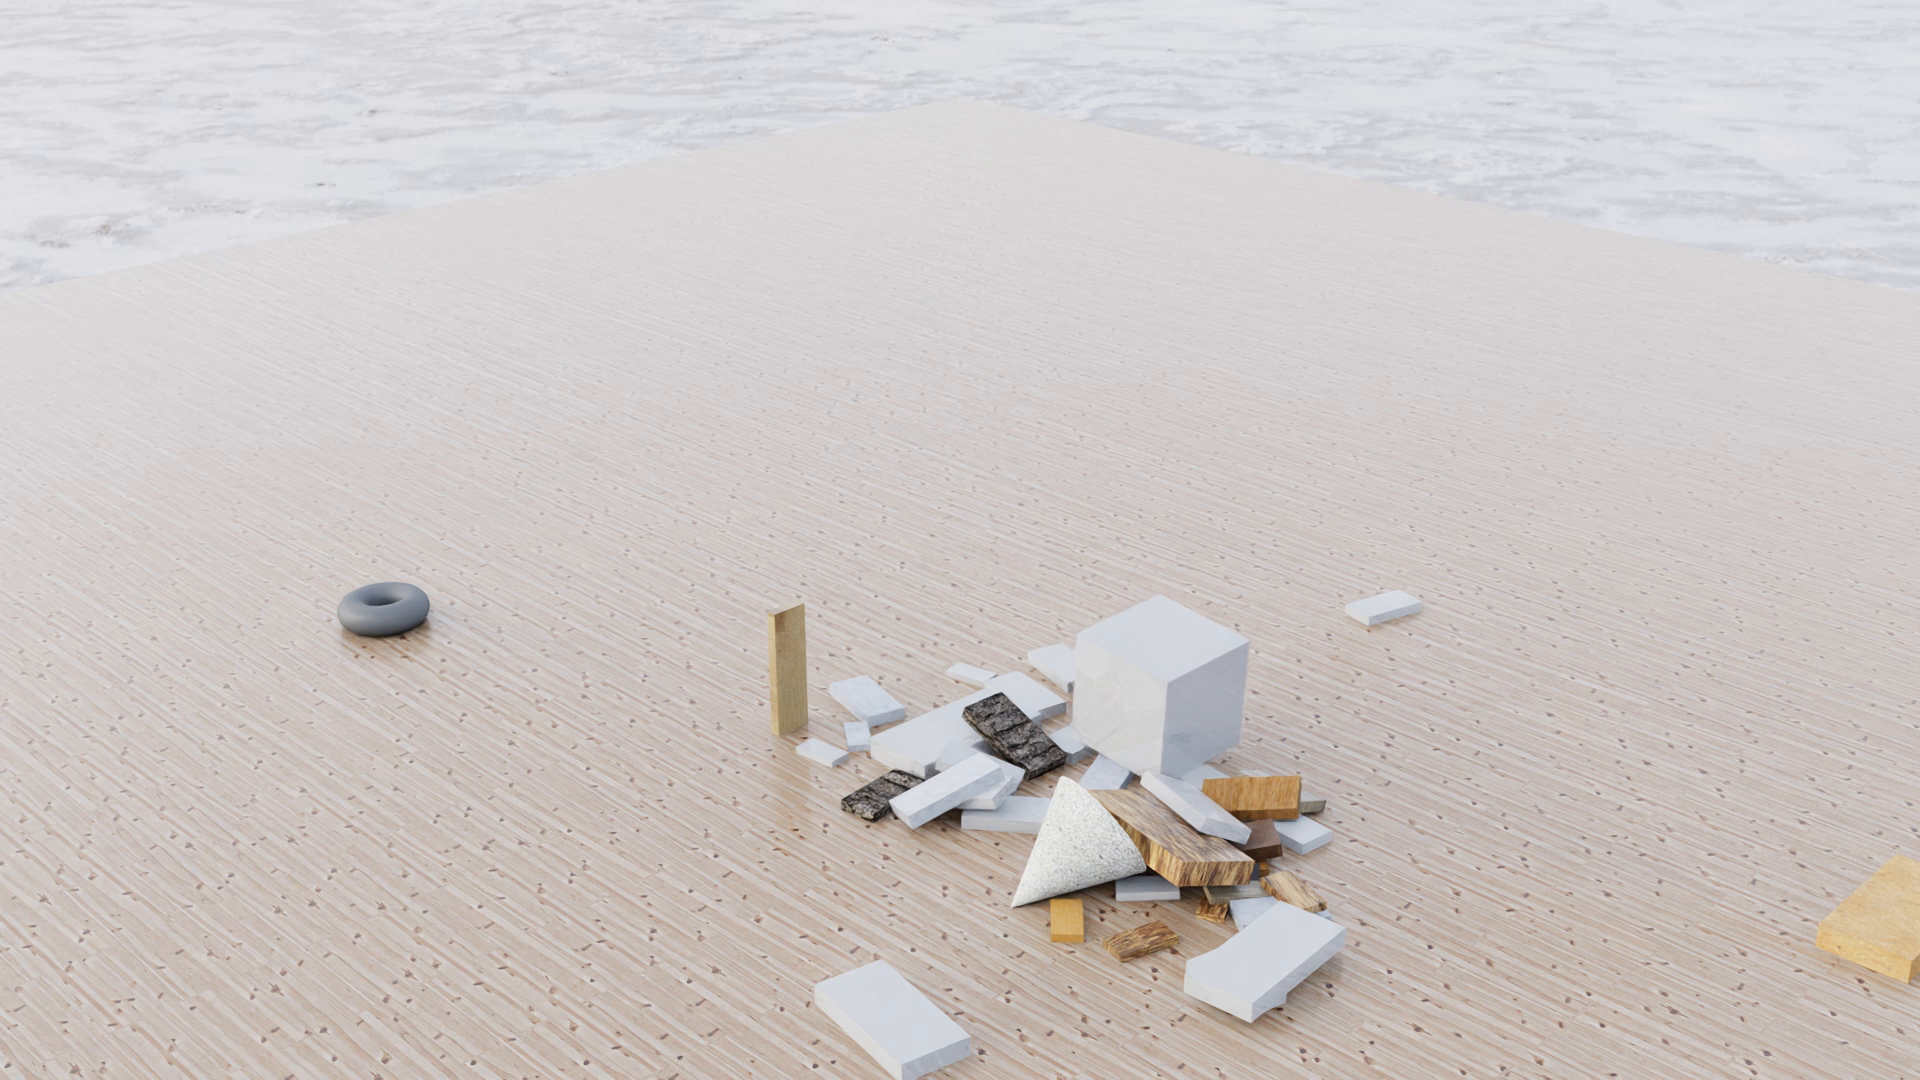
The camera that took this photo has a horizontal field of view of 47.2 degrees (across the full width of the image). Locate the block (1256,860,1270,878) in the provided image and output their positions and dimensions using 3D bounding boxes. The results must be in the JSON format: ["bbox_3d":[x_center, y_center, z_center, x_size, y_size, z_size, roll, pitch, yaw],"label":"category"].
[{"bbox_3d":[0.560,0.619,4.281,0.060,0.017,0.120,-2,23,-4],"label":"block"}]

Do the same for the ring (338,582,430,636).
[{"bbox_3d":[-1.384,0.165,5.282,0.217,0.072,0.217,-1,22,0],"label":"ring"}]

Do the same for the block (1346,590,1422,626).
[{"bbox_3d":[1.030,0.164,5.344,0.170,0.024,0.085,-13,26,-29],"label":"block"}]

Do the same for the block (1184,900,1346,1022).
[{"bbox_3d":[0.543,0.743,3.897,0.139,0.039,0.307,18,29,37],"label":"block"}]

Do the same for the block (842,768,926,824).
[{"bbox_3d":[-0.154,0.522,4.499,0.085,0.024,0.171,18,29,35],"label":"block"}]

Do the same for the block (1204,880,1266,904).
[{"bbox_3d":[0.517,0.663,4.139,0.107,0.015,0.054,1,25,-11],"label":"block"}]

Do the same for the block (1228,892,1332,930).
[{"bbox_3d":[0.595,0.696,4.091,0.170,0.024,0.085,-4,23,-9],"label":"block"}]

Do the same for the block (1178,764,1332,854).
[{"bbox_3d":[0.587,0.541,4.455,0.085,0.024,0.363,-18,29,-36],"label":"block"}]

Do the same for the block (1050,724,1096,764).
[{"bbox_3d":[0.264,0.425,4.726,0.090,0.025,0.179,20,30,38],"label":"block"}]

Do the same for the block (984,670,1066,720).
[{"bbox_3d":[0.145,0.348,4.906,0.092,0.026,0.185,-15,27,-31],"label":"block"}]

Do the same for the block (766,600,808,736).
[{"bbox_3d":[-0.371,0.276,4.740,0.024,0.289,0.085,21,31,41],"label":"block"}]

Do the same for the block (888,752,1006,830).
[{"bbox_3d":[-0.026,0.504,4.430,0.215,0.030,0.108,-27,19,-16],"label":"block"}]

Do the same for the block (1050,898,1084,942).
[{"bbox_3d":[0.198,0.705,4.077,0.060,0.017,0.120,1,23,2],"label":"block"}]

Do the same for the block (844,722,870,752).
[{"bbox_3d":[-0.220,0.423,4.744,0.052,0.015,0.104,-3,23,-8],"label":"block"}]

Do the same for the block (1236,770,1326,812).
[{"bbox_3d":[0.655,0.512,4.490,0.085,0.024,0.169,4,14,-44],"label":"block"}]

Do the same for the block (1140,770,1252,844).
[{"bbox_3d":[0.461,0.524,4.327,0.108,0.030,0.268,18,7,-25],"label":"block"}]

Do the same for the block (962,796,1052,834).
[{"bbox_3d":[0.107,0.551,4.426,0.196,0.028,0.098,3,23,8],"label":"block"}]

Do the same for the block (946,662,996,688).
[{"bbox_3d":[0.027,0.308,5.017,0.104,0.015,0.052,16,28,32],"label":"block"}]

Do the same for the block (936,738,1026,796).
[{"bbox_3d":[0.042,0.474,4.544,0.171,0.024,0.086,22,31,8],"label":"block"}]

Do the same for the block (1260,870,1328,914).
[{"bbox_3d":[0.625,0.662,4.116,0.063,0.018,0.125,-11,25,-25],"label":"block"}]

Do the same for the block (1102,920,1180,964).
[{"bbox_3d":[0.330,0.732,4.012,0.125,0.018,0.063,-13,26,-27],"label":"block"}]

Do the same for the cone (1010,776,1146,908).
[{"bbox_3d":[0.183,0.616,4.157,0.239,0.239,0.239,-40,36,-13],"label":"cone"}]

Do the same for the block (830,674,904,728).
[{"bbox_3d":[-0.207,0.357,4.886,0.092,0.026,0.184,-13,26,-27],"label":"block"}]

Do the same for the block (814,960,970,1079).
[{"bbox_3d":[-0.118,0.822,3.772,0.139,0.039,0.278,-15,27,-31],"label":"block"}]

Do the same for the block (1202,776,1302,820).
[{"bbox_3d":[0.584,0.520,4.419,0.196,0.028,0.098,-4,35,17],"label":"block"}]

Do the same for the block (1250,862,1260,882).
[{"bbox_3d":[0.518,0.641,4.206,0.107,0.015,0.054,3,46,8],"label":"block"}]

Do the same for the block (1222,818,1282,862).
[{"bbox_3d":[0.521,0.595,4.282,0.196,0.028,0.098,-10,23,1],"label":"block"}]

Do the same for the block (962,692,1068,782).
[{"bbox_3d":[0.115,0.414,4.653,0.108,0.030,0.215,-20,50,-39],"label":"block"}]

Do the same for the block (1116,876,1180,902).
[{"bbox_3d":[0.356,0.660,4.172,0.120,0.017,0.060,-2,23,5],"label":"block"}]

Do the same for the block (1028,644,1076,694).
[{"bbox_3d":[0.240,0.293,5.037,0.092,0.026,0.184,-12,26,-25],"label":"block"}]

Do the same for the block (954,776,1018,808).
[{"bbox_3d":[0.024,0.510,4.445,0.171,0.024,0.085,-6,24,39],"label":"block"}]

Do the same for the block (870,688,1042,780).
[{"bbox_3d":[-0.006,0.419,4.712,0.341,0.048,0.171,-20,30,-39],"label":"block"}]

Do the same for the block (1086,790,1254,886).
[{"bbox_3d":[0.389,0.568,4.219,0.171,0.048,0.350,4,15,-32],"label":"block"}]

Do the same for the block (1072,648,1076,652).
[{"bbox_3d":[0.349,0.259,5.120,0.170,0.024,0.085,-17,28,-34],"label":"block"}]

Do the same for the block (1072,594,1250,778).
[{"bbox_3d":[0.417,0.311,4.601,0.253,0.253,0.253,-23,37,-37],"label":"block"}]

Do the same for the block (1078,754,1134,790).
[{"bbox_3d":[0.305,0.495,4.562,0.085,0.024,0.169,9,25,20],"label":"block"}]

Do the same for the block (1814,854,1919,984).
[{"bbox_3d":[1.740,0.695,4.062,0.171,0.048,0.341,21,31,40],"label":"block"}]

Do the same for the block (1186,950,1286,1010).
[{"bbox_3d":[0.488,0.781,3.890,0.085,0.024,0.170,-15,27,-31],"label":"block"}]

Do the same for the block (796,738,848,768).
[{"bbox_3d":[-0.292,0.452,4.676,0.104,0.015,0.052,18,29,36],"label":"block"}]

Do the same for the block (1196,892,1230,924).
[{"bbox_3d":[0.482,0.682,4.135,0.054,0.015,0.107,8,24,17],"label":"block"}]
